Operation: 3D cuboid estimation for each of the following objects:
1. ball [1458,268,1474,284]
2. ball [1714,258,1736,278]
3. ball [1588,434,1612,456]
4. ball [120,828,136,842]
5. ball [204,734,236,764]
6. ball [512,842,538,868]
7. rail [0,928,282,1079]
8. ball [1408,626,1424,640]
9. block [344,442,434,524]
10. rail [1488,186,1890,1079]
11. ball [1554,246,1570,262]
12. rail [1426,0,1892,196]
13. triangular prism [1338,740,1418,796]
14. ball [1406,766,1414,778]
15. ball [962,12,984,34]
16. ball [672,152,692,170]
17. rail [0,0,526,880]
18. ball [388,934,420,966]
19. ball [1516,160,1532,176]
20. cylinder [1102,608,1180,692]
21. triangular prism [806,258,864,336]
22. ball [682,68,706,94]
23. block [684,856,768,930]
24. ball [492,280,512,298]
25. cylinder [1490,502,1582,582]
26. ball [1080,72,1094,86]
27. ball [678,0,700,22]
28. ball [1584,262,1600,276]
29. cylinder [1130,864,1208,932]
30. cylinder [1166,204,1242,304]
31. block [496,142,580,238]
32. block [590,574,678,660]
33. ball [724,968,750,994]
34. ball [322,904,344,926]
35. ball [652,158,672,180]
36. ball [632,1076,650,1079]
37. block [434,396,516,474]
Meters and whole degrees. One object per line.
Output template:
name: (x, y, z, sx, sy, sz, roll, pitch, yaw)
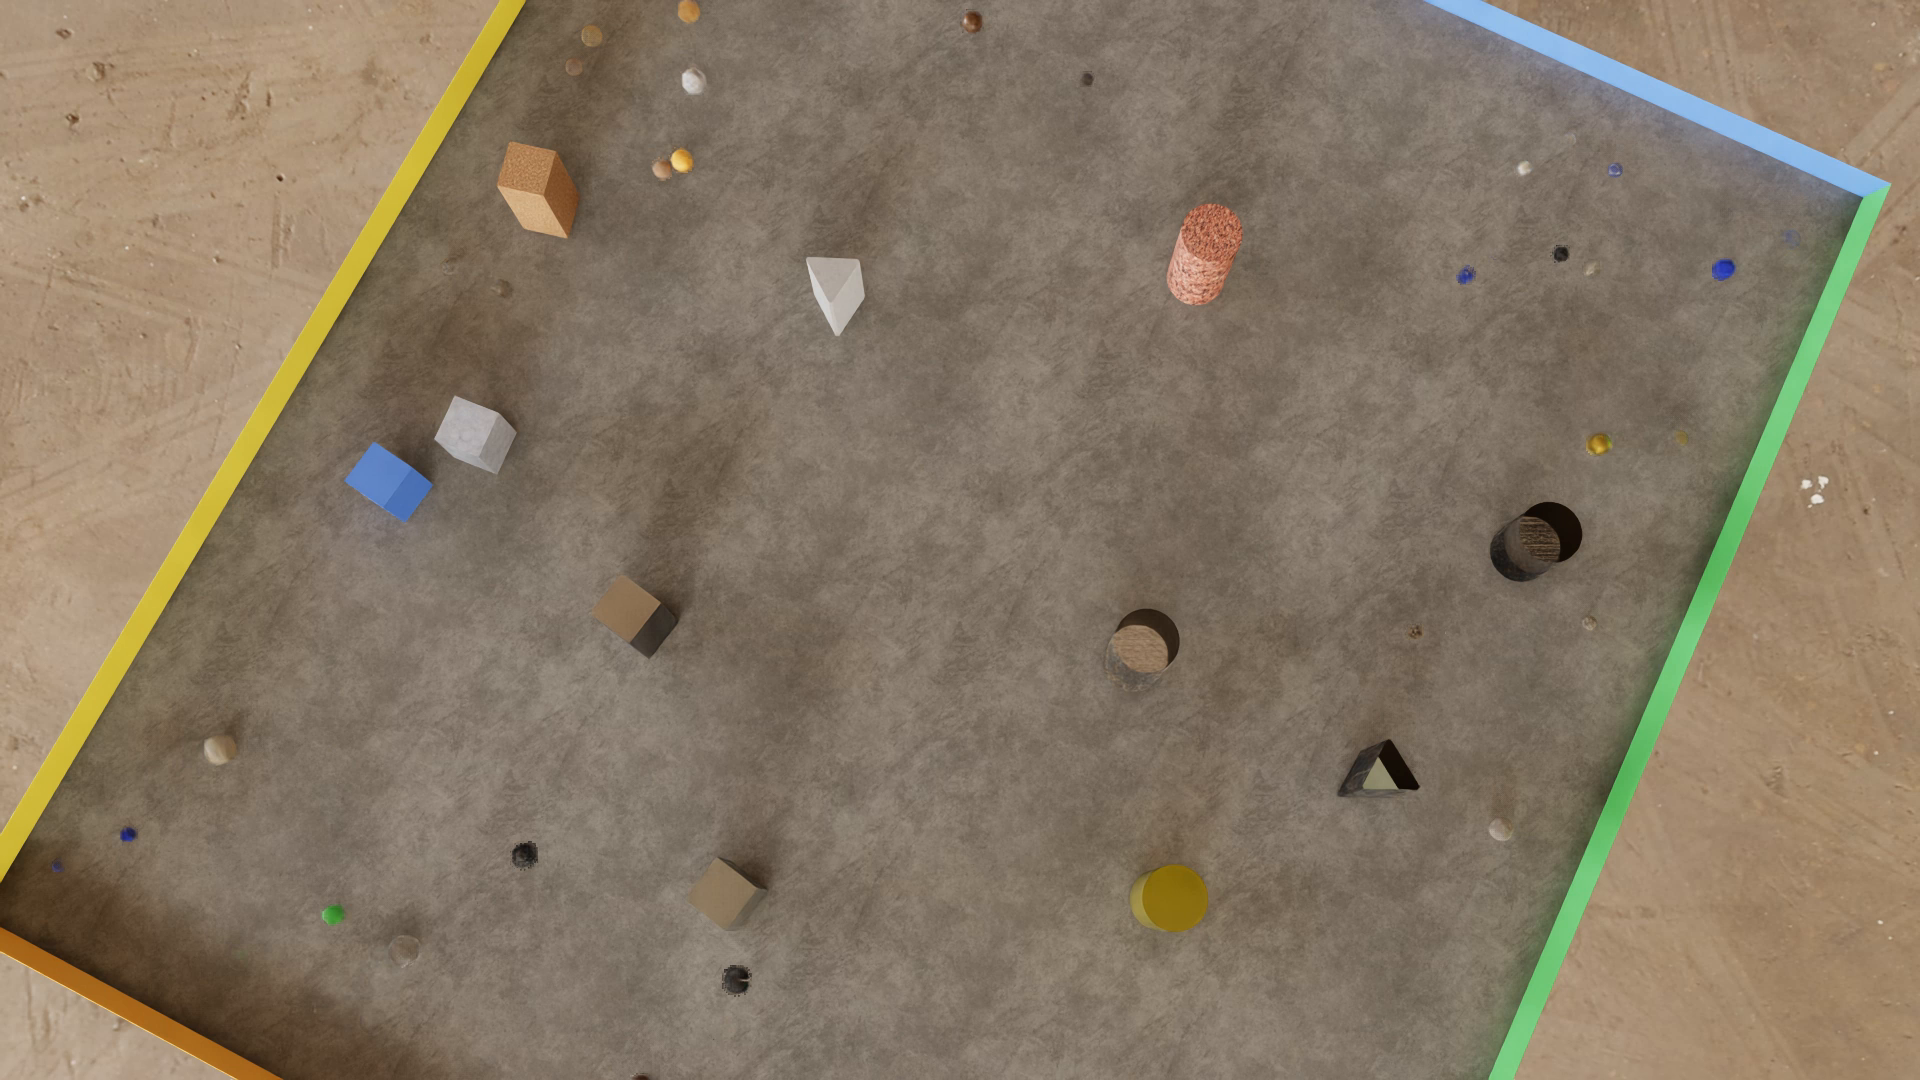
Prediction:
ball: (1.591, -0.831, 5.764, 0.048, 0.048, 0.048, 0, 78, 0)
ball: (2.404, -0.853, 5.760, 0.064, 0.064, 0.064, 0, 78, 0)
ball: (1.971, -0.295, 5.642, 0.068, 0.068, 0.068, 0, 78, 0)
ball: (-2.459, 0.872, 5.414, 0.043, 0.043, 0.043, 0, 78, 0)
ball: (-2.197, 0.621, 5.441, 0.091, 0.091, 0.091, 0, 78, 0)
ball: (-1.281, 0.928, 5.387, 0.074, 0.074, 0.074, 0, 78, 0)
rail: (-1.024, 2.012, 5.139, 4.197, 0.118, 0.045, 26, 80, 5)
ball: (1.378, 0.278, 5.537, 0.043, 0.043, 0.043, 0, 78, 0)
block: (-1.724, -0.173, 5.540, 0.145, 0.219, 0.145, 33, 80, 6)
rail: (1.856, 0.915, 5.366, 0.045, 0.118, 4.627, 26, 80, 5)
ball: (1.895, -0.900, 5.778, 0.048, 0.048, 0.048, 0, 78, 0)
rail: (1.024, -2.000, 5.968, 4.197, 0.118, 0.045, 26, 80, 5)
triangular prism: (1.204, 0.661, 5.301, 0.157, 0.350, 0.136, 0, 78, 0)
ball: (1.308, 0.704, 5.423, 0.071, 0.071, 0.071, 0, 78, 0)
ball: (0.040, -1.675, 5.927, 0.069, 0.069, 0.069, 0, 78, 0)
ball: (-0.885, -1.208, 5.831, 0.057, 0.057, 0.057, 0, 78, 0)
rail: (-1.856, -0.902, 5.742, 0.045, 0.118, 4.627, 26, 80, 5)
ball: (-1.613, 1.193, 5.323, 0.091, 0.091, 0.091, 0, 78, 0)
ball: (1.798, -1.185, 5.836, 0.049, 0.049, 0.049, 0, 78, 0)
cylinder: (0.522, 0.325, 5.322, 0.182, 0.445, 0.182, 0, 78, 0)
triangular prism: (-0.400, -0.773, 5.612, 0.136, 0.320, 0.157, 32, 80, 6)
ball: (-0.854, -1.473, 5.880, 0.080, 0.080, 0.080, 0, 78, 0)
block: (-0.666, 1.016, 5.252, 0.145, 0.302, 0.145, 36, 81, 7)
ball: (-1.436, -0.787, 5.750, 0.057, 0.057, 0.057, 0, 78, 0)
cylinder: (1.713, 0.008, 5.460, 0.182, 0.304, 0.182, 0, 78, 0)
ball: (0.409, -1.482, 5.901, 0.042, 0.042, 0.042, 0, 78, 0)
ball: (-0.878, -1.713, 5.933, 0.073, 0.073, 0.073, 0, 78, 0)
ball: (1.992, -0.853, 5.768, 0.048, 0.048, 0.048, 0, 78, 0)
cylinder: (0.591, 1.021, 5.212, 0.182, 0.379, 0.182, 0, 78, 0)
cylinder: (0.744, -0.868, 5.597, 0.182, 0.389, 0.182, 0, 78, 0)
block: (-1.298, -1.077, 5.659, 0.145, 0.352, 0.145, 13, 79, 3)
block: (-0.954, 0.228, 5.395, 0.145, 0.341, 0.145, 36, 81, 7)
ball: (-0.646, 1.278, 5.313, 0.077, 0.077, 0.077, 0, 78, 0)
ball: (-1.833, 1.096, 5.359, 0.059, 0.059, 0.059, 0, 78, 0)
ball: (-0.948, -1.179, 5.831, 0.069, 0.069, 0.069, 0, 78, 0)
ball: (-0.916, 1.575, 5.251, 0.079, 0.079, 0.079, 0, 78, 0)
block: (-1.469, -0.317, 5.568, 0.145, 0.223, 0.145, 21, 79, 4)
